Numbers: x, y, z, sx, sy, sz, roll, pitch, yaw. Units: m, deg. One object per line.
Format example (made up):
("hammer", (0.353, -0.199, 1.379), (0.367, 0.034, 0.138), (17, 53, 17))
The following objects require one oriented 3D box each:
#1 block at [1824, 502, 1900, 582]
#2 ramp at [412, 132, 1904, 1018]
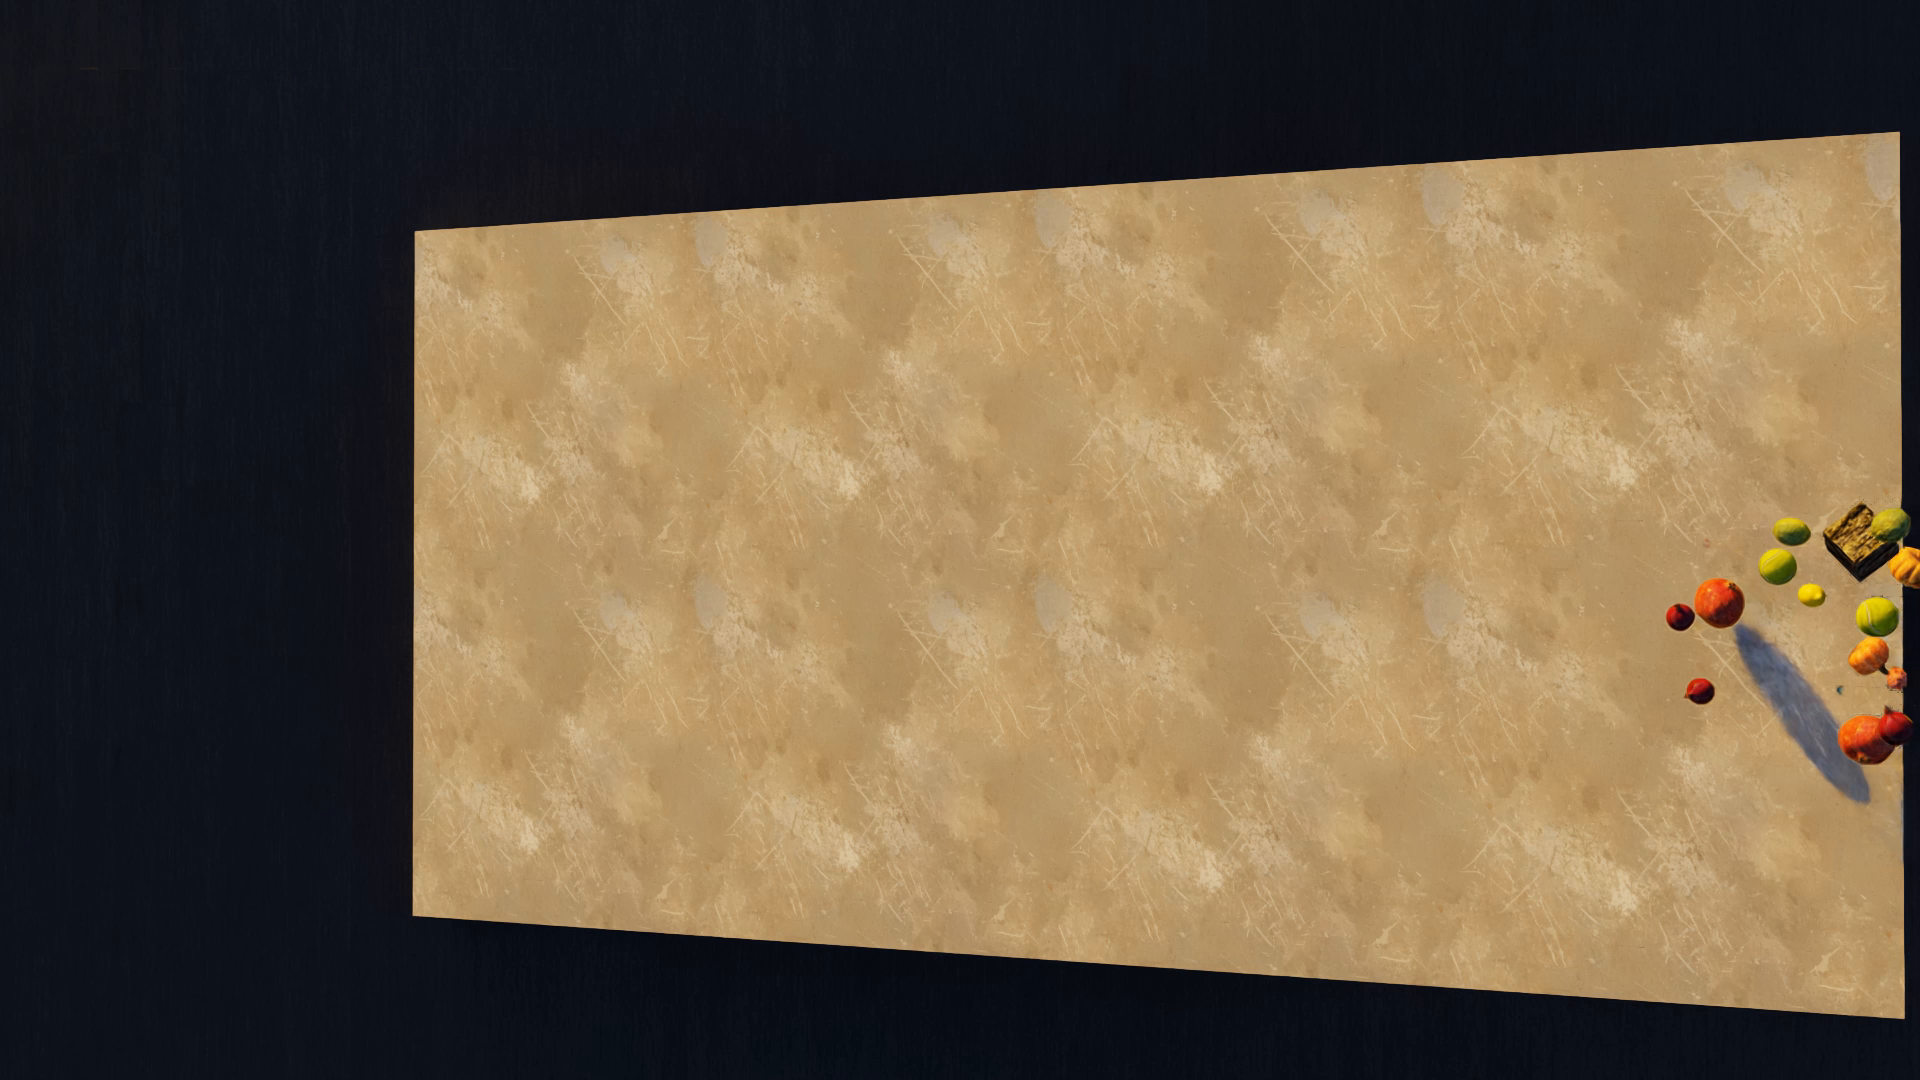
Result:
("block", (1.677, 0.004, 4.093), (0.089, 0.089, 0.089), (-39, 55, 6))
("ramp", (0.282, 0.087, 5.739), (4.000, 0.100, 2.000), (0, 89, 22))
